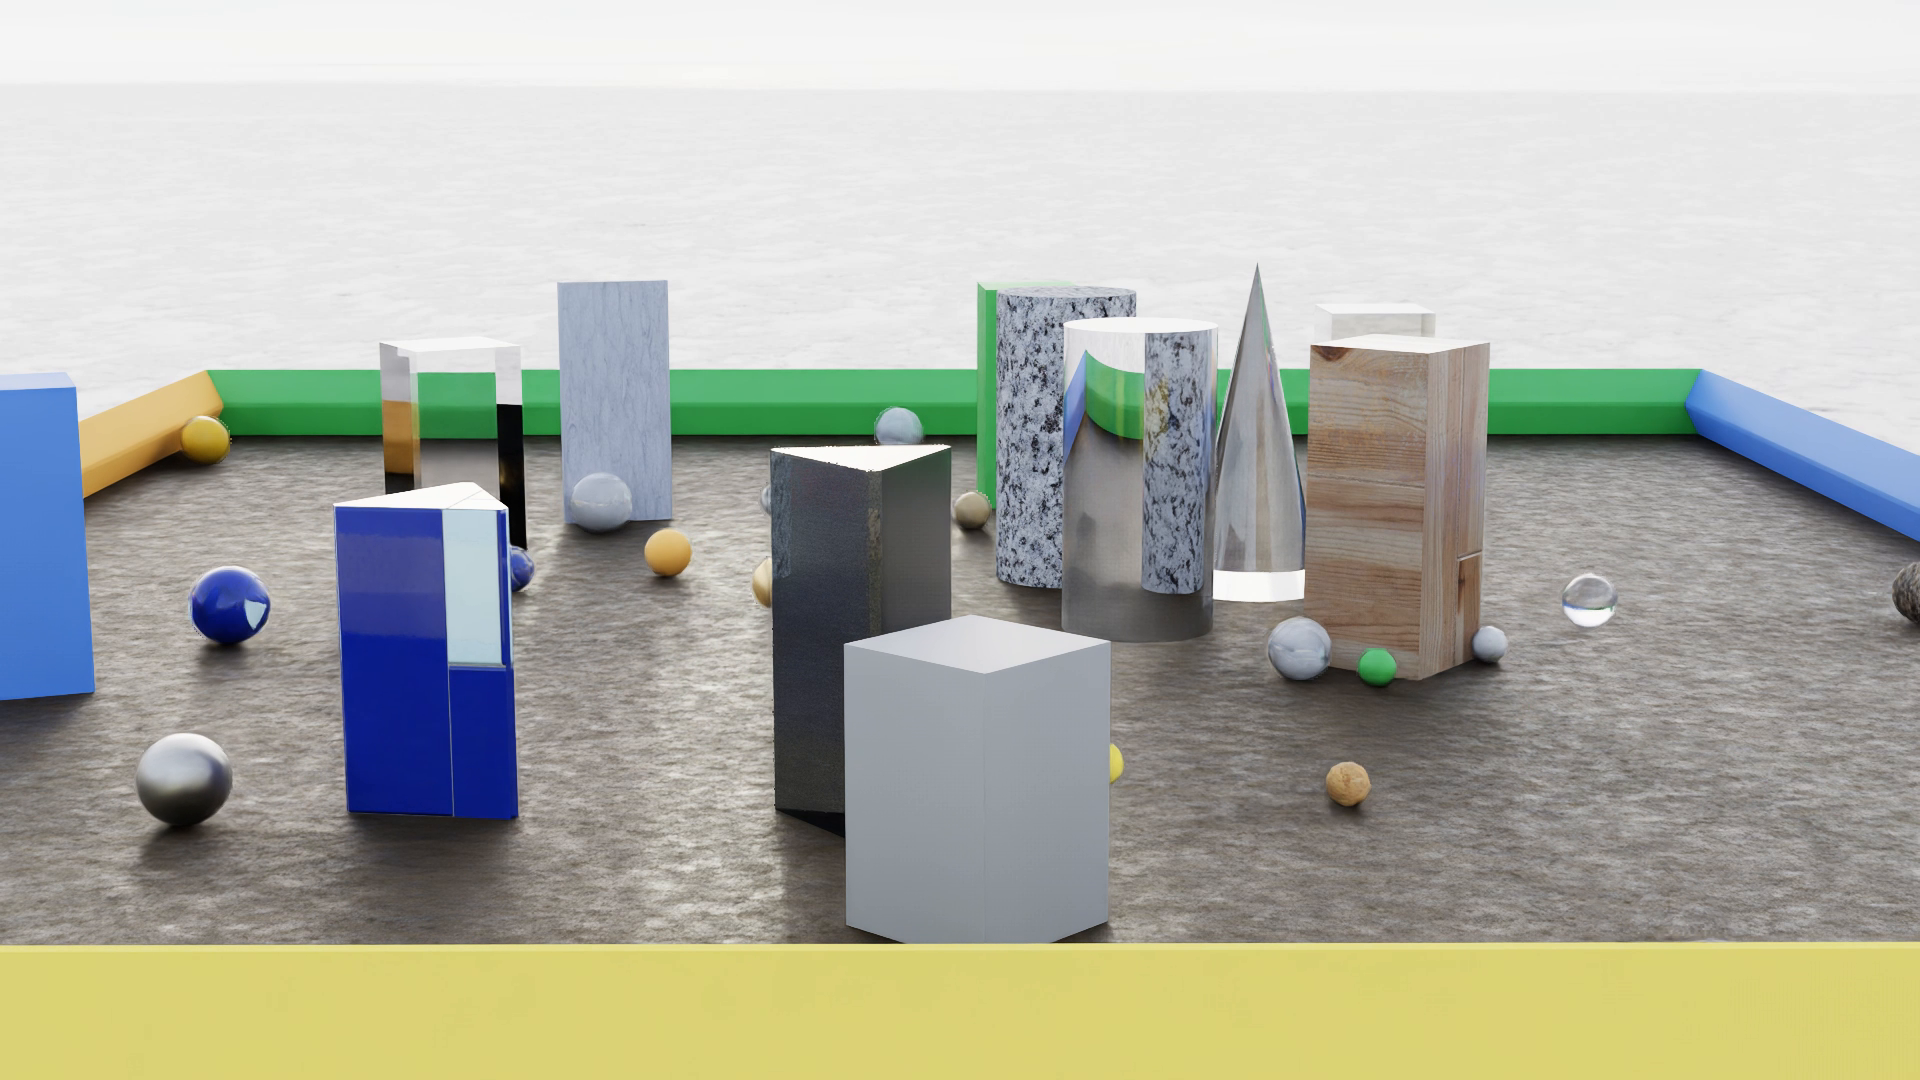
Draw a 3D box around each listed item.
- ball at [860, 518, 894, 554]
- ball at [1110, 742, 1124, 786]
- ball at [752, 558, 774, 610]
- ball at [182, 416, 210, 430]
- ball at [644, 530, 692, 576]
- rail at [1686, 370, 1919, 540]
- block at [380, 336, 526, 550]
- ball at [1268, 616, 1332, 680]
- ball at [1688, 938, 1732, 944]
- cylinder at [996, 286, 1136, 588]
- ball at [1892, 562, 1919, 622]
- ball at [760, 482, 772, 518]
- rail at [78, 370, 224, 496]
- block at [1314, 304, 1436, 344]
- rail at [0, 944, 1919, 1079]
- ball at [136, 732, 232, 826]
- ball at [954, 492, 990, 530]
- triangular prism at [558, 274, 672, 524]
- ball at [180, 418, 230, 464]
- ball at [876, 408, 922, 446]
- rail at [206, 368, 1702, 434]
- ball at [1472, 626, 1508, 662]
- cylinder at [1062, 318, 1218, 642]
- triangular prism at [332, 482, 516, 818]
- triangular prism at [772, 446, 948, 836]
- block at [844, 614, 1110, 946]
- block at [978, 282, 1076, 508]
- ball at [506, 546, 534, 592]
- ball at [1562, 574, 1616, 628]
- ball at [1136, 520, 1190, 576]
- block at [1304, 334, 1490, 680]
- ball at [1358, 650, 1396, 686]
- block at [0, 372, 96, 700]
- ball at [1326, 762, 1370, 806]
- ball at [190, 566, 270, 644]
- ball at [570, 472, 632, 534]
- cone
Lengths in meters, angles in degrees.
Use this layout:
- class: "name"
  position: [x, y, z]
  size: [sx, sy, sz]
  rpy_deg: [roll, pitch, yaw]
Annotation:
- class: "ball"
  position: [-0.126, -0.006, 3.875]
  size: [0.053, 0.053, 0.053]
  rpy_deg: [0, 10, 0]
- class: "ball"
  position: [0.142, 0.229, 2.616]
  size: [0.050, 0.050, 0.050]
  rpy_deg: [0, 10, 0]
- class: "ball"
  position: [-0.245, 0.059, 3.474]
  size: [0.072, 0.072, 0.072]
  rpy_deg: [0, 10, 0]
- class: "ball"
  position: [-1.421, -0.193, 4.819]
  size: [0.079, 0.079, 0.079]
  rpy_deg: [0, 10, 0]
- class: "ball"
  position: [-0.422, 0.019, 3.702]
  size: [0.068, 0.068, 0.068]
  rpy_deg: [0, 10, 0]
- class: "rail"
  position: [1.468, 0.032, 3.457]
  size: [0.045, 0.129, 3.406]
  rpy_deg: [0, 10, 0]
- class: "block"
  position: [-0.757, -0.133, 3.831]
  size: [0.159, 0.320, 0.159]
  rpy_deg: [-6, 12, -31]
- class: "ball"
  position: [0.407, 0.130, 3.079]
  size: [0.076, 0.076, 0.076]
  rpy_deg: [0, 10, 0]
- class: "ball"
  position: [0.565, 0.340, 1.926]
  size: [0.081, 0.081, 0.081]
  rpy_deg: [0, 10, 0]
- class: "cylinder"
  position: [0.151, -0.151, 3.682]
  size: [0.199, 0.410, 0.199]
  rpy_deg: [0, 10, 0]
- class: "ball"
  position: [1.276, 0.069, 3.391]
  size: [0.083, 0.083, 0.083]
  rpy_deg: [0, 10, 0]
- class: "ball"
  position: [-0.291, -0.065, 4.166]
  size: [0.064, 0.064, 0.064]
  rpy_deg: [0, 10, 0]
- class: "rail"
  position: [-1.468, 0.035, 3.440]
  size: [0.045, 0.129, 3.406]
  rpy_deg: [0, 10, 0]
- class: "block"
  position: [0.644, -0.186, 4.021]
  size: [0.159, 0.354, 0.159]
  rpy_deg: [0, 10, -2]
- class: "rail"
  position: [0.010, 0.339, 1.797]
  size: [2.984, 0.129, 0.045]
  rpy_deg: [0, 10, 0]
- class: "ball"
  position: [-0.752, 0.232, 2.489]
  size: [0.090, 0.090, 0.090]
  rpy_deg: [0, 10, 0]
- class: "ball"
  position: [0.019, -0.046, 4.082]
  size: [0.058, 0.058, 0.058]
  rpy_deg: [0, 10, 0]
- class: "triangular prism"
  position: [-0.571, -0.235, 4.195]
  size: [0.173, 0.388, 0.149]
  rpy_deg: [-3, 11, -14]
- class: "ball"
  position: [-1.395, -0.183, 4.739]
  size: [0.088, 0.088, 0.088]
  rpy_deg: [0, 10, 0]
- class: "ball"
  position: [-0.114, -0.206, 4.862]
  size: [0.088, 0.088, 0.088]
  rpy_deg: [0, 10, 0]
- class: "rail"
  position: [-0.010, -0.272, 5.100]
  size: [2.984, 0.129, 0.045]
  rpy_deg: [0, 10, 0]
- class: "ball"
  position: [0.655, 0.129, 3.171]
  size: [0.044, 0.044, 0.044]
  rpy_deg: [0, 10, 0]
- class: "cylinder"
  position: [0.233, -0.082, 3.340]
  size: [0.199, 0.397, 0.199]
  rpy_deg: [0, 10, 0]
- class: "triangular prism"
  position: [-0.512, 0.106, 2.572]
  size: [0.173, 0.308, 0.149]
  rpy_deg: [1, 11, 7]
- class: "triangular prism"
  position: [-0.071, 0.093, 2.495]
  size: [0.149, 0.360, 0.173]
  rpy_deg: [-8, 13, -36]
- class: "block"
  position: [0.015, 0.208, 2.186]
  size: [0.159, 0.247, 0.159]
  rpy_deg: [9, 14, 42]
- class: "block"
  position: [0.115, -0.247, 4.325]
  size: [0.159, 0.364, 0.159]
  rpy_deg: [-1, 11, -4]
- class: "ball"
  position: [-0.629, 0.040, 3.592]
  size: [0.065, 0.065, 0.065]
  rpy_deg: [0, 10, 0]
- class: "ball"
  position: [0.826, 0.080, 3.366]
  size: [0.069, 0.069, 0.069]
  rpy_deg: [0, 10, 0]
- class: "ball"
  position: [0.294, 0.010, 3.712]
  size: [0.081, 0.081, 0.081]
  rpy_deg: [0, 10, 0]
- class: "block"
  position: [0.535, -0.045, 3.151]
  size: [0.159, 0.394, 0.159]
  rpy_deg: [8, 13, 37]
- class: "ball"
  position: [0.496, 0.152, 3.046]
  size: [0.045, 0.045, 0.045]
  rpy_deg: [0, 10, 0]
- class: "block"
  position: [-1.123, -0.007, 3.032]
  size: [0.159, 0.362, 0.159]
  rpy_deg: [-4, 11, -23]
- class: "ball"
  position: [0.387, 0.243, 2.557]
  size: [0.044, 0.044, 0.044]
  rpy_deg: [0, 10, 0]
- class: "ball"
  position: [-0.930, 0.083, 3.270]
  size: [0.100, 0.100, 0.100]
  rpy_deg: [0, 10, 0]
- class: "ball"
  position: [-0.564, -0.059, 4.045]
  size: [0.097, 0.097, 0.097]
  rpy_deg: [0, 10, 0]
- class: "cone"
  position: [0.411, -0.160, 3.588]
  size: [0.199, 0.461, 0.199]
  rpy_deg: [0, 10, 0]
